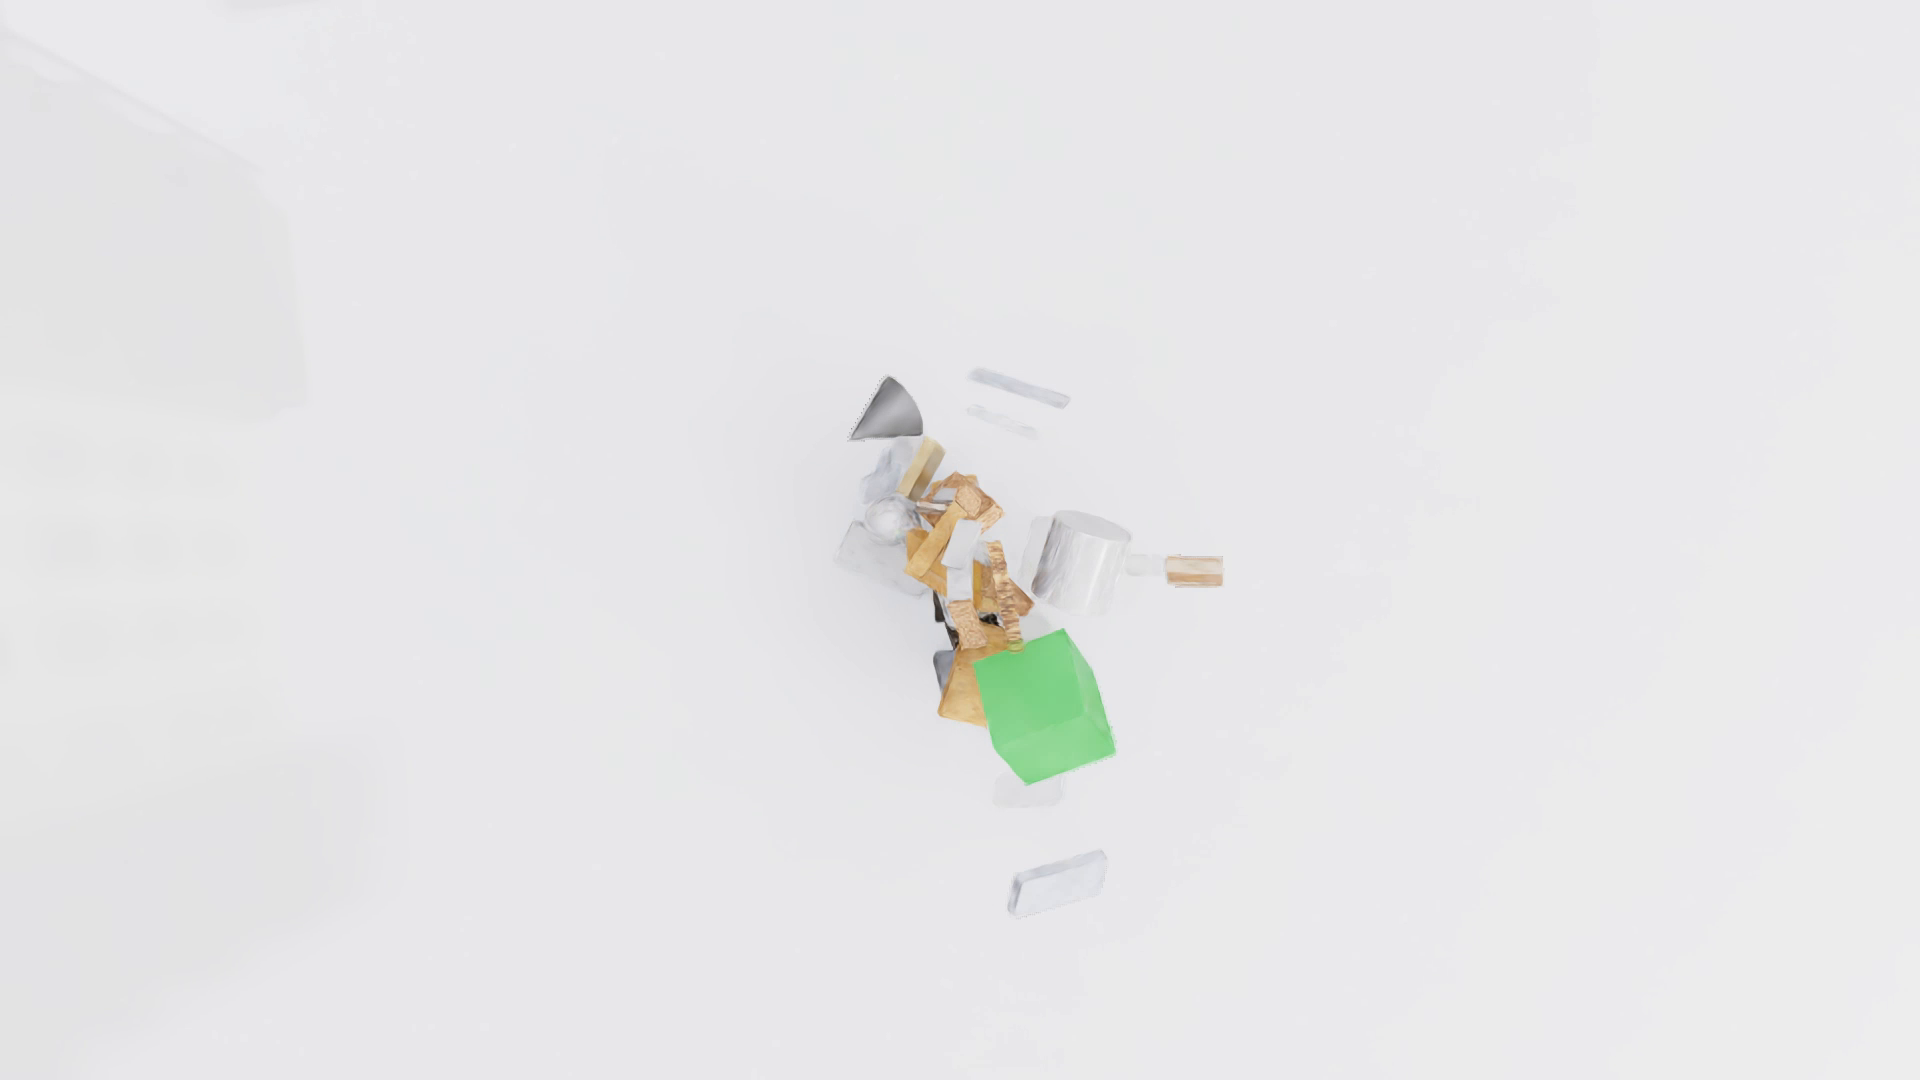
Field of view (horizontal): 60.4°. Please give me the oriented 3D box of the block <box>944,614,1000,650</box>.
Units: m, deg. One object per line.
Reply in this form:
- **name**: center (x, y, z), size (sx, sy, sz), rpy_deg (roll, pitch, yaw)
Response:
- **block**: center (0.029, 0.249, 5.338), size (0.158, 0.316, 0.045), rpy_deg (-3, 118, -10)

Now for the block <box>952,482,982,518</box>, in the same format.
- **block**: center (0.021, -0.108, 4.440), size (0.015, 0.109, 0.054), rpy_deg (18, 75, 34)

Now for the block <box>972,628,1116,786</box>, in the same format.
- **block**: center (0.247, 0.489, 4.797), size (0.286, 0.286, 0.286), rpy_deg (-22, 54, 11)

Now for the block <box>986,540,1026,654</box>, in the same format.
- **block**: center (0.125, 0.156, 4.481), size (0.040, 0.141, 0.283), rpy_deg (-12, 72, 2)

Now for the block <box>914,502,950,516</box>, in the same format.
- **block**: center (-0.074, -0.088, 4.717), size (0.105, 0.053, 0.015), rpy_deg (9, 72, -10)

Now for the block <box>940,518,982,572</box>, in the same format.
- **block**: center (0.005, 0.012, 4.472), size (0.069, 0.020, 0.138), rpy_deg (13, 72, 30)

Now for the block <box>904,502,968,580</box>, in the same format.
- **block**: center (-0.062, 0.000, 4.594), size (0.054, 0.015, 0.311), rpy_deg (26, 47, 10)

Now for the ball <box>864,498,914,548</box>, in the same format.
- **ball**: center (-0.210, -0.051, 4.847), size (0.145, 0.145, 0.145), rpy_deg (0, 90, 0)

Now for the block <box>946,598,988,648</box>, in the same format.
- **block**: center (0.021, 0.227, 4.455), size (0.069, 0.020, 0.138), rpy_deg (-9, 112, 33)

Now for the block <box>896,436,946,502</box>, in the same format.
- **block**: center (-0.149, -0.184, 5.416), size (0.043, 0.151, 0.302), rpy_deg (28, 88, 14)

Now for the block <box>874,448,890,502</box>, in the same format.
- **block**: center (-0.233, -0.191, 4.915), size (0.024, 0.167, 0.084), rpy_deg (16, 58, 5)

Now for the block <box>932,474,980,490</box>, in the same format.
- **block**: center (-0.018, -0.103, 5.352), size (0.151, 0.302, 0.043), rpy_deg (-11, 123, 9)

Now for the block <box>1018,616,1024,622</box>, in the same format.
- **block**: center (0.121, 0.180, 4.968), size (0.023, 0.081, 0.163), rpy_deg (-51, 57, 15)

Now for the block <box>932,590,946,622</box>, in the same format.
- **block**: center (-0.023, 0.137, 5.220), size (0.125, 0.035, 0.249), rpy_deg (-2, 111, 7)

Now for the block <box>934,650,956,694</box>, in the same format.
- **block**: center (0.012, 0.455, 5.337), size (0.158, 0.316, 0.045), rpy_deg (0, 115, -9)

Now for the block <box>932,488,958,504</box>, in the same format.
- **block**: center (-0.031, -0.129, 4.832), size (0.053, 0.105, 0.015), rpy_deg (-52, 121, -28)

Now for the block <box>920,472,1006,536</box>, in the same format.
- **block**: center (-0.004, -0.088, 4.812), size (0.166, 0.333, 0.047), rpy_deg (-40, 118, -4)

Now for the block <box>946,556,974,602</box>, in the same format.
- **block**: center (0.000, 0.106, 4.482), size (0.069, 0.020, 0.138), rpy_deg (-3, 86, 25)

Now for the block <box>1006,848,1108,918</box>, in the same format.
- **block**: center (0.273, 0.961, 4.616), size (0.283, 0.040, 0.141), rpy_deg (-10, 129, -28)

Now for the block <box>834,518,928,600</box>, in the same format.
- **block**: center (-0.225, 0.062, 5.144), size (0.302, 0.043, 0.151), rpy_deg (23, 113, -13)

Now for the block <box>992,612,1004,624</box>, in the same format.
- **block**: center (0.101, 0.193, 4.981), size (0.163, 0.081, 0.023), rpy_deg (45, 104, 20)

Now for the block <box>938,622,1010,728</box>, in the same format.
- **block**: center (0.052, 0.415, 5.141), size (0.158, 0.045, 0.316), rpy_deg (15, 99, -16)

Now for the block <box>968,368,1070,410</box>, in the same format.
- **block**: center (0.170, -0.442, 4.786), size (0.310, 0.053, 0.015), rpy_deg (20, 129, 22)

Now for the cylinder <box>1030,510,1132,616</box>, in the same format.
- **cylinder**: center (0.356, 0.066, 4.854), size (0.238, 0.238, 0.238), rpy_deg (17, 106, 0)

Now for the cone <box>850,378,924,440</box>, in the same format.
- **cone**: center (-0.237, -0.331, 4.678), size (0.192, 0.192, 0.192), rpy_deg (-33, 90, -20)

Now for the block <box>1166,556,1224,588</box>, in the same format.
- **block**: center (0.693, 0.094, 4.880), size (0.163, 0.023, 0.081), rpy_deg (2, 62, -3)

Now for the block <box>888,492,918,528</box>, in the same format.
- **block**: center (-0.159, -0.078, 5.046), size (0.167, 0.024, 0.084), rpy_deg (30, 85, -34)

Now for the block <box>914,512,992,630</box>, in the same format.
- **block**: center (-0.010, 0.064, 5.121), size (0.166, 0.047, 0.409), rpy_deg (-24, 114, -18)

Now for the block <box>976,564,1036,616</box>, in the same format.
- **block**: center (0.079, 0.142, 4.847), size (0.167, 0.333, 0.047), rpy_deg (46, 107, 25)

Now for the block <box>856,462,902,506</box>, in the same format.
- **block**: center (-0.237, -0.163, 4.809), size (0.024, 0.167, 0.084), rpy_deg (30, 124, 23)

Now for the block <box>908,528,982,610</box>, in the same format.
- **block**: center (-0.045, 0.080, 4.636), size (0.040, 0.283, 0.141), rpy_deg (-21, 123, -34)
